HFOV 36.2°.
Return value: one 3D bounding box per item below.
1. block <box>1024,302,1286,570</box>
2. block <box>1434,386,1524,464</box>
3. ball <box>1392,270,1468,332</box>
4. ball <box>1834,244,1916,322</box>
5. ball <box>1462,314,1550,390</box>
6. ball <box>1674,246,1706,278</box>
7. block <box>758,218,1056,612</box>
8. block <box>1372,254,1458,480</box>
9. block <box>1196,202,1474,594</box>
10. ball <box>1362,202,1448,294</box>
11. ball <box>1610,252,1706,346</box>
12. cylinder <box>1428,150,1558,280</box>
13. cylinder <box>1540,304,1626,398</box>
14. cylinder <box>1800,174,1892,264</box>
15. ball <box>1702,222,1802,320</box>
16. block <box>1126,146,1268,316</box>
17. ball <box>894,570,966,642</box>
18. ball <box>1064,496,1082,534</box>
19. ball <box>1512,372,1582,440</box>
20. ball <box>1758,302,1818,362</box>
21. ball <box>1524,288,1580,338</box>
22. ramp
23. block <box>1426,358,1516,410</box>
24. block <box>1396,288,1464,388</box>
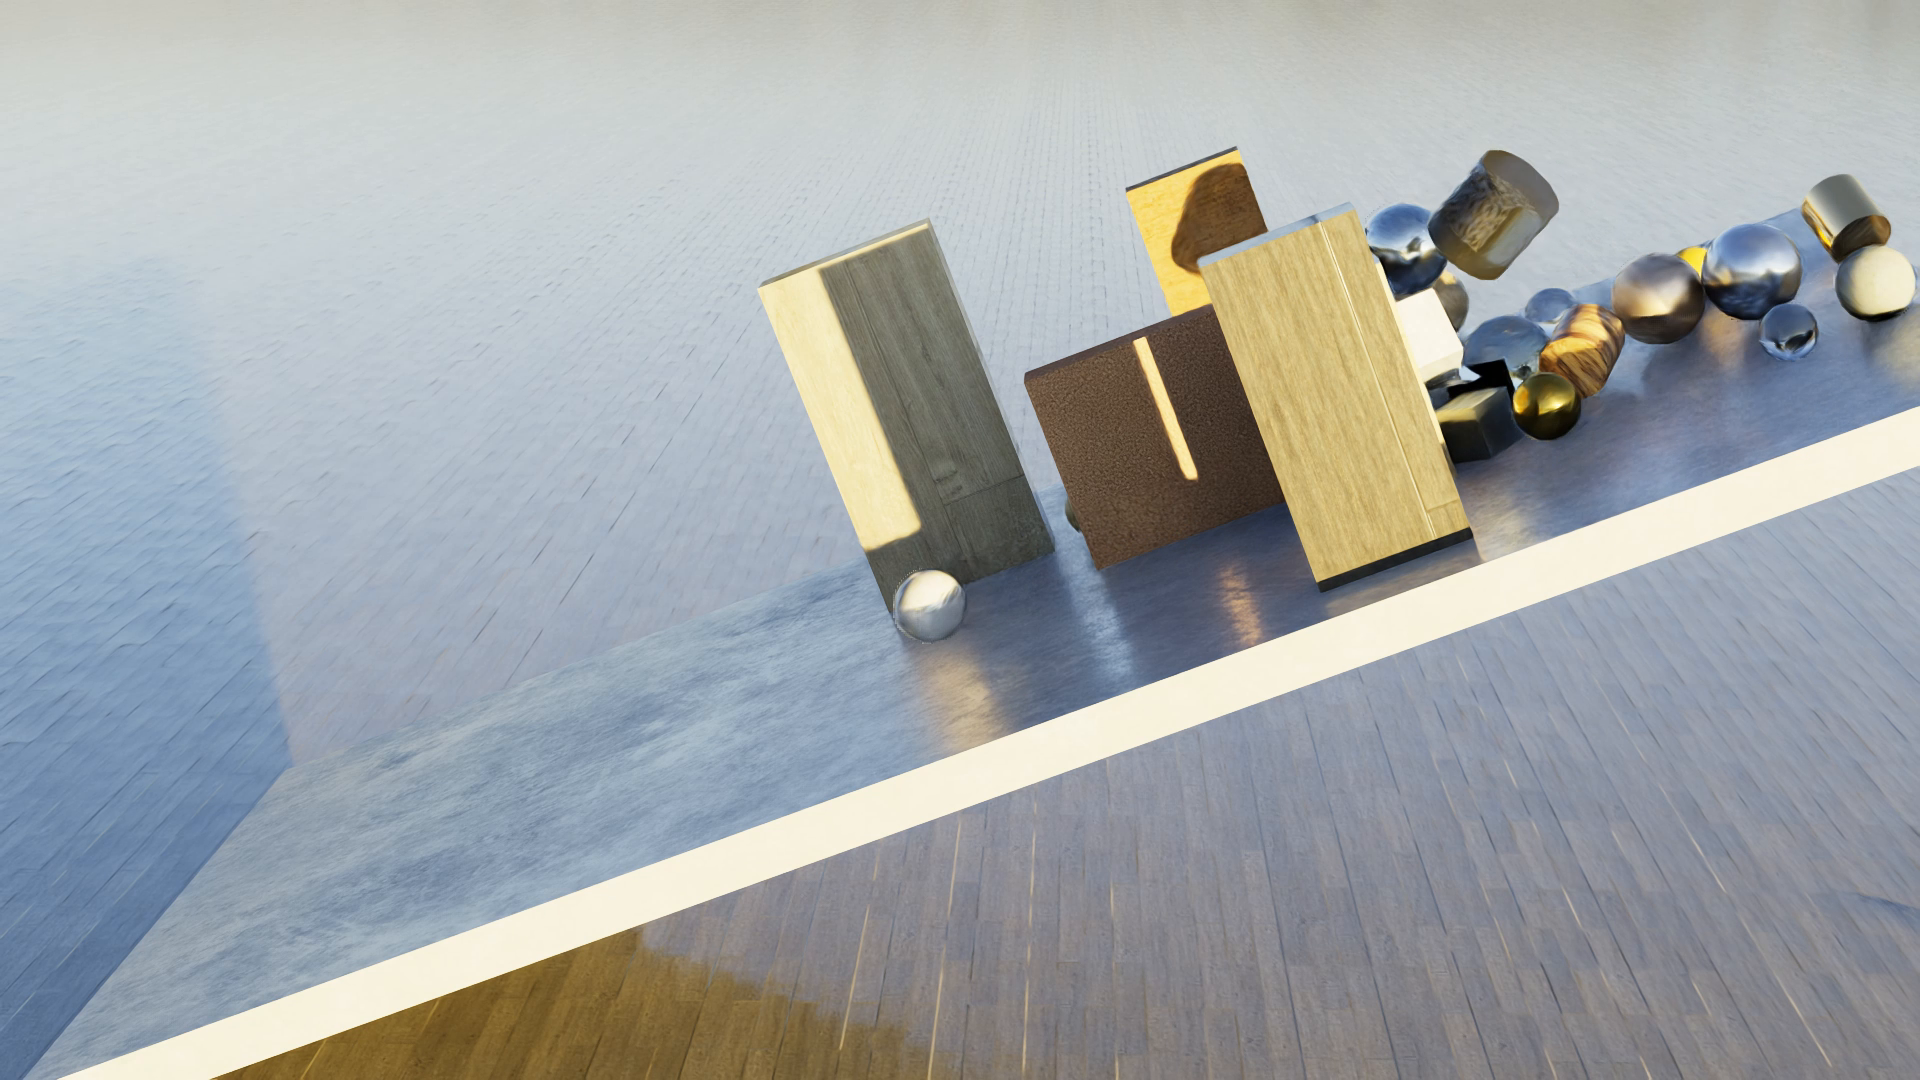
[{"bbox_3d":[0.423,-0.223,6.217,0.449,0.434,0.114,-20,12,7],"label":"block"},{"bbox_3d":[1.044,-0.232,5.936,0.112,0.112,0.112,-31,15,-37],"label":"block"},{"bbox_3d":[1.133,-0.566,7.092,0.185,0.185,0.185,0,13,0],"label":"ball"},{"bbox_3d":[1.780,-0.499,5.723,0.150,0.150,0.150,0,13,0],"label":"ball"},{"bbox_3d":[1.152,-0.376,6.180,0.195,0.195,0.195,0,13,0],"label":"ball"},{"bbox_3d":[1.619,-0.590,6.496,0.117,0.117,0.117,0,13,0],"label":"ball"},{"bbox_3d":[-0.114,-0.275,6.549,0.399,0.784,0.114,-20,12,7],"label":"block"},{"bbox_3d":[0.784,-0.302,5.862,0.262,0.459,0.126,-20,12,7],"label":"block"},{"bbox_3d":[0.687,-0.260,5.389,0.297,0.645,0.115,-20,12,7],"label":"block"},{"bbox_3d":[0.979,-0.642,6.487,0.202,0.202,0.202,0,13,0],"label":"ball"},{"bbox_3d":[1.473,-0.509,6.204,0.195,0.195,0.195,0,13,0],"label":"ball"},{"bbox_3d":[1.103,-0.672,6.087,0.192,0.192,0.192,23,40,-20],"label":"cylinder"},{"bbox_3d":[1.286,-0.391,6.075,0.143,0.143,0.143,7,37,26],"label":"cylinder"},{"bbox_3d":[1.880,-0.679,6.243,0.138,0.138,0.138,-4,46,-18],"label":"cylinder"},{"bbox_3d":[1.641,-0.557,6.096,0.204,0.204,0.204,0,13,0],"label":"ball"},{"bbox_3d":[0.630,-0.572,6.906,0.277,0.638,0.094,-20,12,7],"label":"block"},{"bbox_3d":[-0.062,0.138,6.165,0.152,0.152,0.152,0,13,0],"label":"ball"},{"bbox_3d":[0.295,-0.072,6.531,0.124,0.124,0.124,0,13,0],"label":"ball"},{"bbox_3d":[1.160,-0.265,5.820,0.135,0.135,0.135,0,13,0],"label":"ball"},{"bbox_3d":[1.605,-0.403,5.697,0.113,0.113,0.113,0,13,0],"label":"ball"},{"bbox_3d":[1.331,-0.504,6.603,0.127,0.127,0.127,0,13,0],"label":"ball"},{"bbox_3d":[0.121,0.175,6.293,4.000,0.100,2.000,-20,12,7],"label":"ramp"},{"bbox_3d":[1.061,-0.280,6.078,0.130,0.130,0.130,-11,16,43],"label":"block"},{"bbox_3d":[0.929,-0.399,6.031,0.147,0.147,0.147,-23,-19,-2],"label":"block"}]
